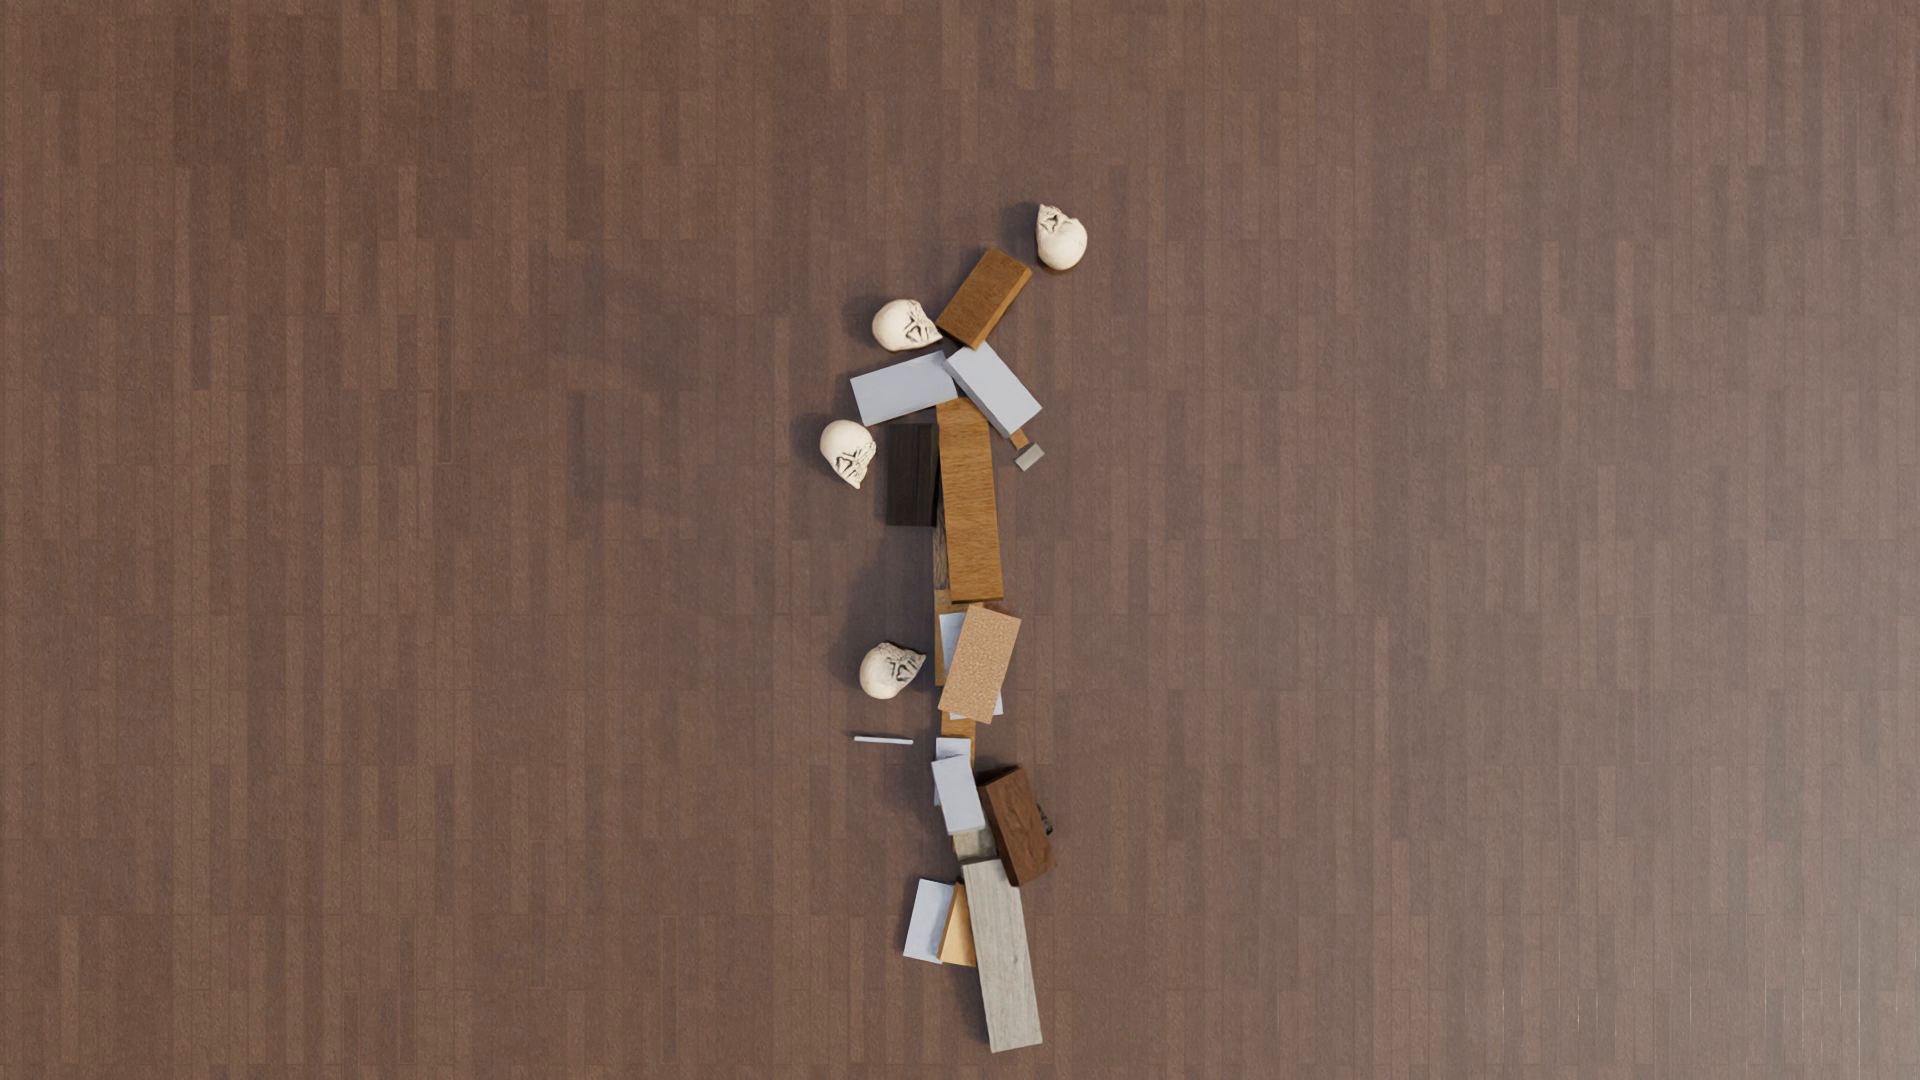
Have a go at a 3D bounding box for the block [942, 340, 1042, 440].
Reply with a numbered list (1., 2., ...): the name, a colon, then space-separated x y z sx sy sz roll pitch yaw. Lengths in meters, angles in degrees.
1. block: 0.107 -0.506 5.442 0.161 0.046 0.322 -40 90 -28

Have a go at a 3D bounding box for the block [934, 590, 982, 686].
1. block: -0.004 0.315 5.349 0.154 0.044 0.309 0 88 -1

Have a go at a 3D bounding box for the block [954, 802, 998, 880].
1. block: 0.048 0.994 5.431 0.131 0.037 0.261 -12 113 -1

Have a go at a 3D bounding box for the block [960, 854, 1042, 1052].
1. block: 0.137 1.360 5.437 0.172 0.049 0.639 -9 95 -7

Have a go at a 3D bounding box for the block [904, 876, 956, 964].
1. block: -0.096 1.263 5.482 0.131 0.037 0.261 12 90 0

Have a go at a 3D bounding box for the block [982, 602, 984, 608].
1. block: 0.001 0.235 5.428 0.154 0.044 0.309 0 77 0

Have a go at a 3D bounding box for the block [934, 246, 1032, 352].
1. block: 0.076 -0.796 5.433 0.161 0.046 0.322 34 85 25

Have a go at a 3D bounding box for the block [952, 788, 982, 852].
1. block: 0.028 0.922 5.436 0.113 0.032 0.225 -2 113 -5

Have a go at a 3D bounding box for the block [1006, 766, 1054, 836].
1. block: 0.195 0.890 5.483 0.123 0.035 0.247 -31 90 0

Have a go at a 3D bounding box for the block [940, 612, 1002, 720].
1. block: 0.035 0.396 5.266 0.167 0.047 0.335 -6 88 -1

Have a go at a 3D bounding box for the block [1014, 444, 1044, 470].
1. block: 0.233 -0.275 5.493 0.092 0.013 0.046 -40 90 0

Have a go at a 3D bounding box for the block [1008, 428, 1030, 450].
1. block: 0.187 -0.350 5.493 0.046 0.013 0.092 -34 90 0

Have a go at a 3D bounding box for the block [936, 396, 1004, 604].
1. block: 0.030 -0.135 5.386 0.167 0.047 0.687 -5 75 0

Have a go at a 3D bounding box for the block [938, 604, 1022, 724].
1. block: 0.062 0.391 5.218 0.172 0.049 0.345 17 88 0

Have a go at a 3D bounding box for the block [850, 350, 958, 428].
1. block: -0.185 -0.501 5.453 0.322 0.046 0.161 -18 71 0

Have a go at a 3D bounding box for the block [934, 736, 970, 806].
1. block: -0.025 0.766 5.452 0.113 0.032 0.225 2 90 0

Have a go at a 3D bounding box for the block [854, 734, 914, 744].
1. block: -0.253 0.663 5.477 0.192 0.046 0.013 4 90 0

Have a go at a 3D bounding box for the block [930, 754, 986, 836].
1. block: -0.007 0.827 5.353 0.123 0.035 0.247 -10 61 -9

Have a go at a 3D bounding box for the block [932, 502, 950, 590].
1. block: -0.011 0.032 5.431 0.154 0.044 0.309 -1 77 -1

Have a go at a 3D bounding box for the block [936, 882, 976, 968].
1. block: 0.021 1.272 5.460 0.131 0.037 0.261 15 89 -18

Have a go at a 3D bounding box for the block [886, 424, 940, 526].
1. block: -0.155 -0.214 5.436 0.167 0.047 0.335 2 90 31

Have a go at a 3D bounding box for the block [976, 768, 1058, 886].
1. block: 0.187 0.937 5.390 0.172 0.049 0.345 -20 92 -39

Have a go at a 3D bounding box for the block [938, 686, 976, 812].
1. block: -0.007 0.682 5.484 0.113 0.032 0.443 2 90 0
